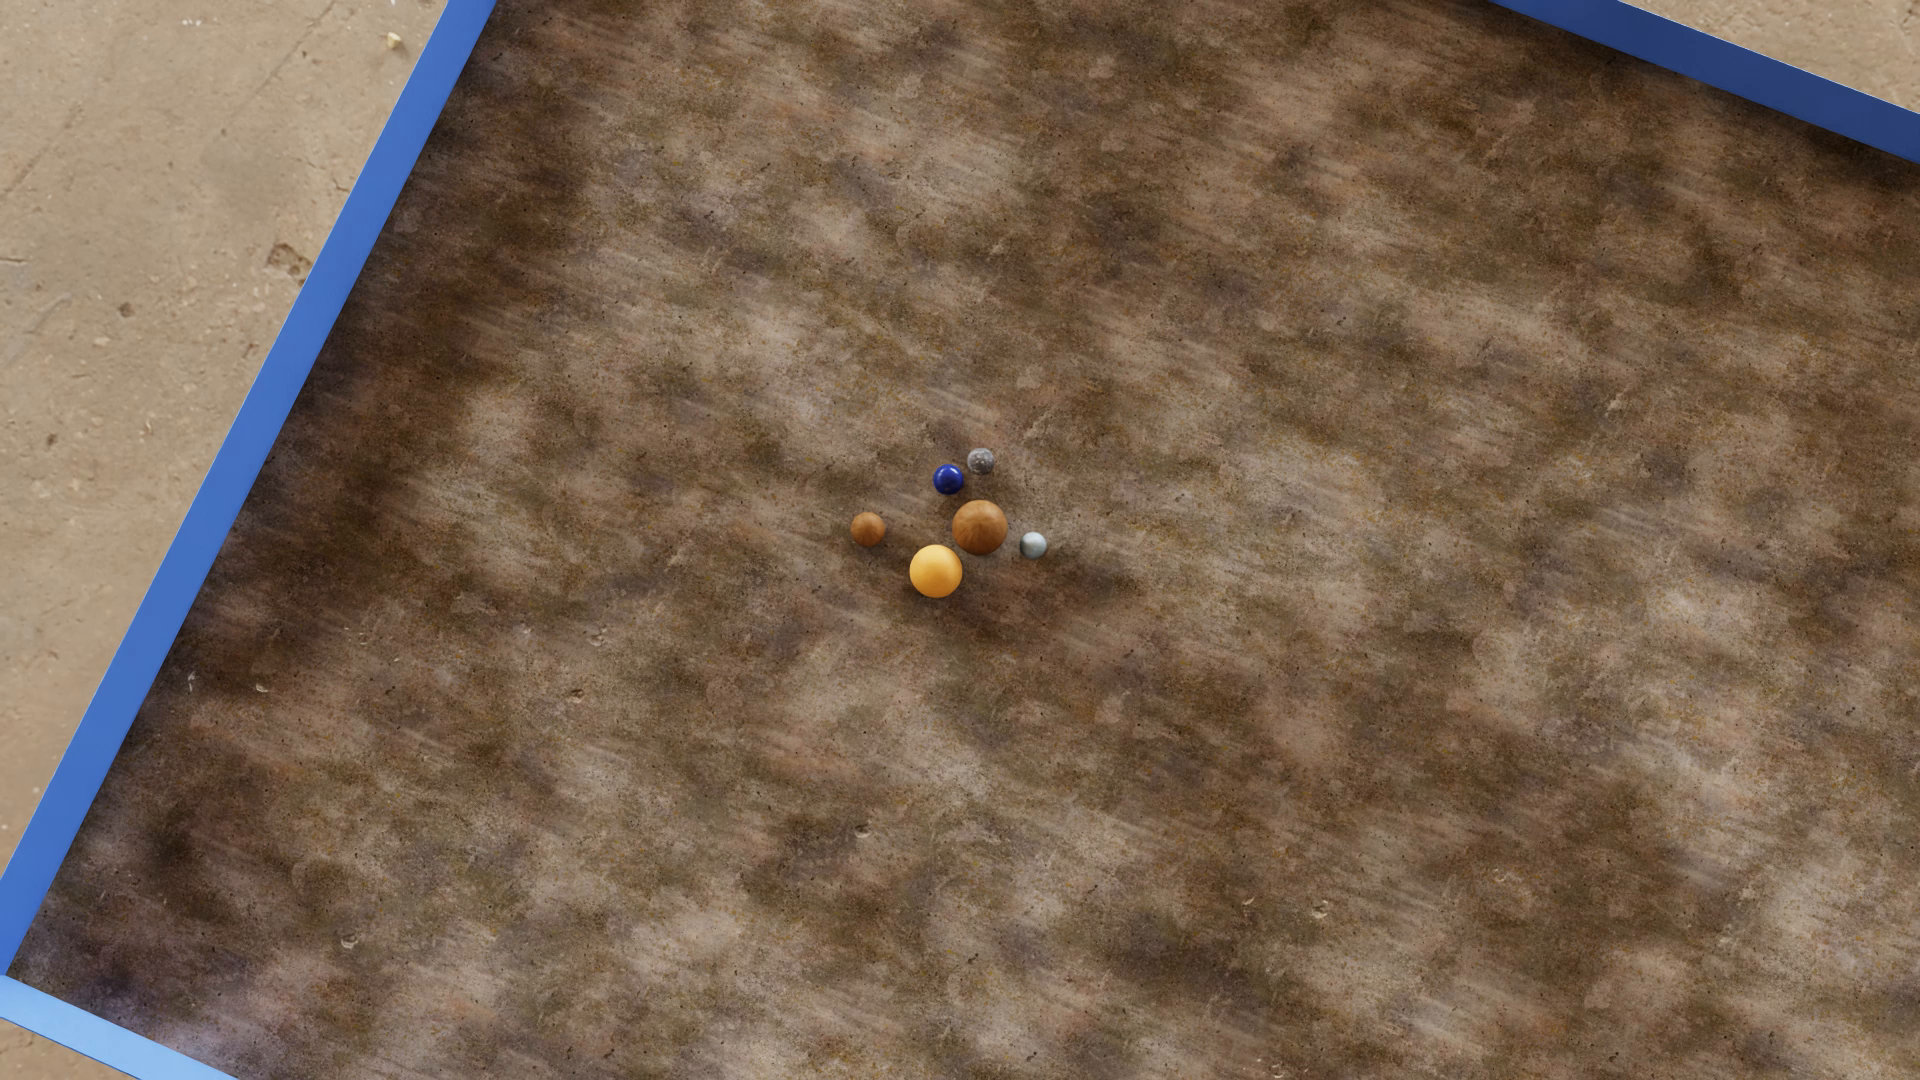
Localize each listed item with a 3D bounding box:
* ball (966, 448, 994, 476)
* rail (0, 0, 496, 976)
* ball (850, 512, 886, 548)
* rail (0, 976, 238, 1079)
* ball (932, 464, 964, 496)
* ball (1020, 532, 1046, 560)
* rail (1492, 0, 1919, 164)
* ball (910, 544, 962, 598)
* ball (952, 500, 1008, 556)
[{"bbox_3d":[0.032,-0.120,3.354,0.043,0.043,0.043,0,77,0],"label":"ball"},{"bbox_3d":[-0.954,-0.398,3.377,0.045,0.117,2.342,22,78,5],"label":"rail"},{"bbox_3d":[-0.139,-0.016,3.325,0.053,0.053,0.053,0,77,0],"label":"ball"},{"bbox_3d":[0.531,1.426,2.970,4.233,0.117,0.045,22,78,5],"label":"rail"},{"bbox_3d":[-0.018,-0.092,3.345,0.047,0.047,0.047,0,77,0],"label":"ball"},{"bbox_3d":[0.110,0.008,3.326,0.041,0.041,0.041,0,77,0],"label":"ball"},{"bbox_3d":[1.420,-0.639,3.431,4.233,0.117,0.045,22,78,5],"label":"rail"},{"bbox_3d":[-0.036,0.047,3.298,0.080,0.080,0.080,0,77,0],"label":"ball"},{"bbox_3d":[0.030,-0.019,3.310,0.084,0.084,0.084,0,77,0],"label":"ball"}]
